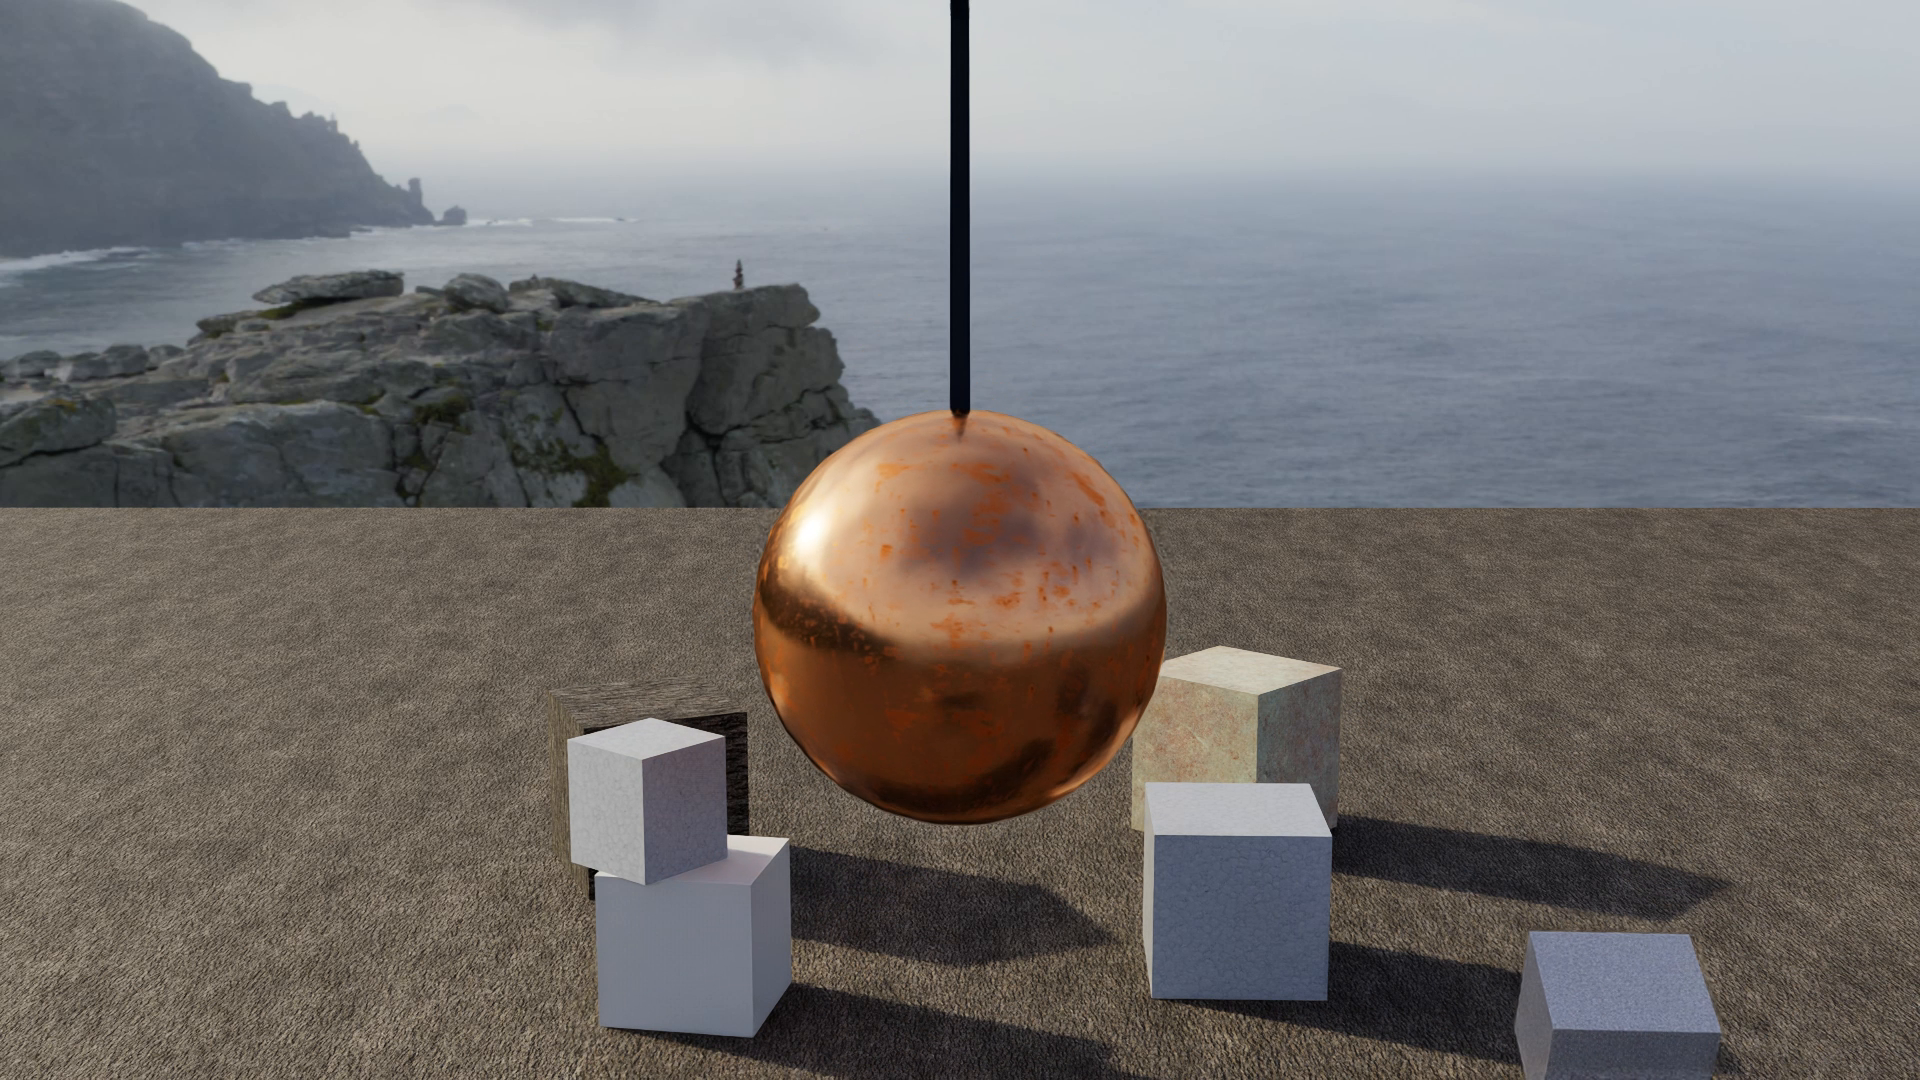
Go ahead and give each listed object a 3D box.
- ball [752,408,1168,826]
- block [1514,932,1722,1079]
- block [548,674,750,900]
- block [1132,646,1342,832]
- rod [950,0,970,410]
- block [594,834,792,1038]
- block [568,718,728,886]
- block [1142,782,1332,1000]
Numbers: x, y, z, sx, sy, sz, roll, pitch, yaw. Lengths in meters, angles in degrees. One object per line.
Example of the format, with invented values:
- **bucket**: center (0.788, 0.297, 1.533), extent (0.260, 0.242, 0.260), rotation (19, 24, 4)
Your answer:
- **ball**: center (0.000, 0.295, 8.493), extent (1.600, 1.600, 1.600), rotation (0, 10, 0)
- **block**: center (2.372, 1.780, 7.983), extent (0.576, 0.490, 0.499), rotation (1, 32, 3)
- **block**: center (-1.526, 1.185, 10.733), extent (0.785, 0.829, 0.799), rotation (-4, 11, -22)
- **block**: center (1.421, 1.073, 11.309), extent (0.766, 0.842, 0.746), rotation (9, 14, 41)
- **rod**: center (0.000, -2.967, 9.453), extent (0.080, 5.200, 0.080), rotation (0, -16, 0)
- **block**: center (-1.080, 1.599, 9.004), extent (0.639, 0.632, 0.598), rotation (2, 10, 10)
- **block**: center (-1.256, 1.044, 8.861), extent (0.445, 0.510, 0.444), rotation (9, 13, 40)
- **block**: center (1.168, 1.488, 9.407), extent (0.724, 0.707, 0.748), rotation (0, 10, 2)
